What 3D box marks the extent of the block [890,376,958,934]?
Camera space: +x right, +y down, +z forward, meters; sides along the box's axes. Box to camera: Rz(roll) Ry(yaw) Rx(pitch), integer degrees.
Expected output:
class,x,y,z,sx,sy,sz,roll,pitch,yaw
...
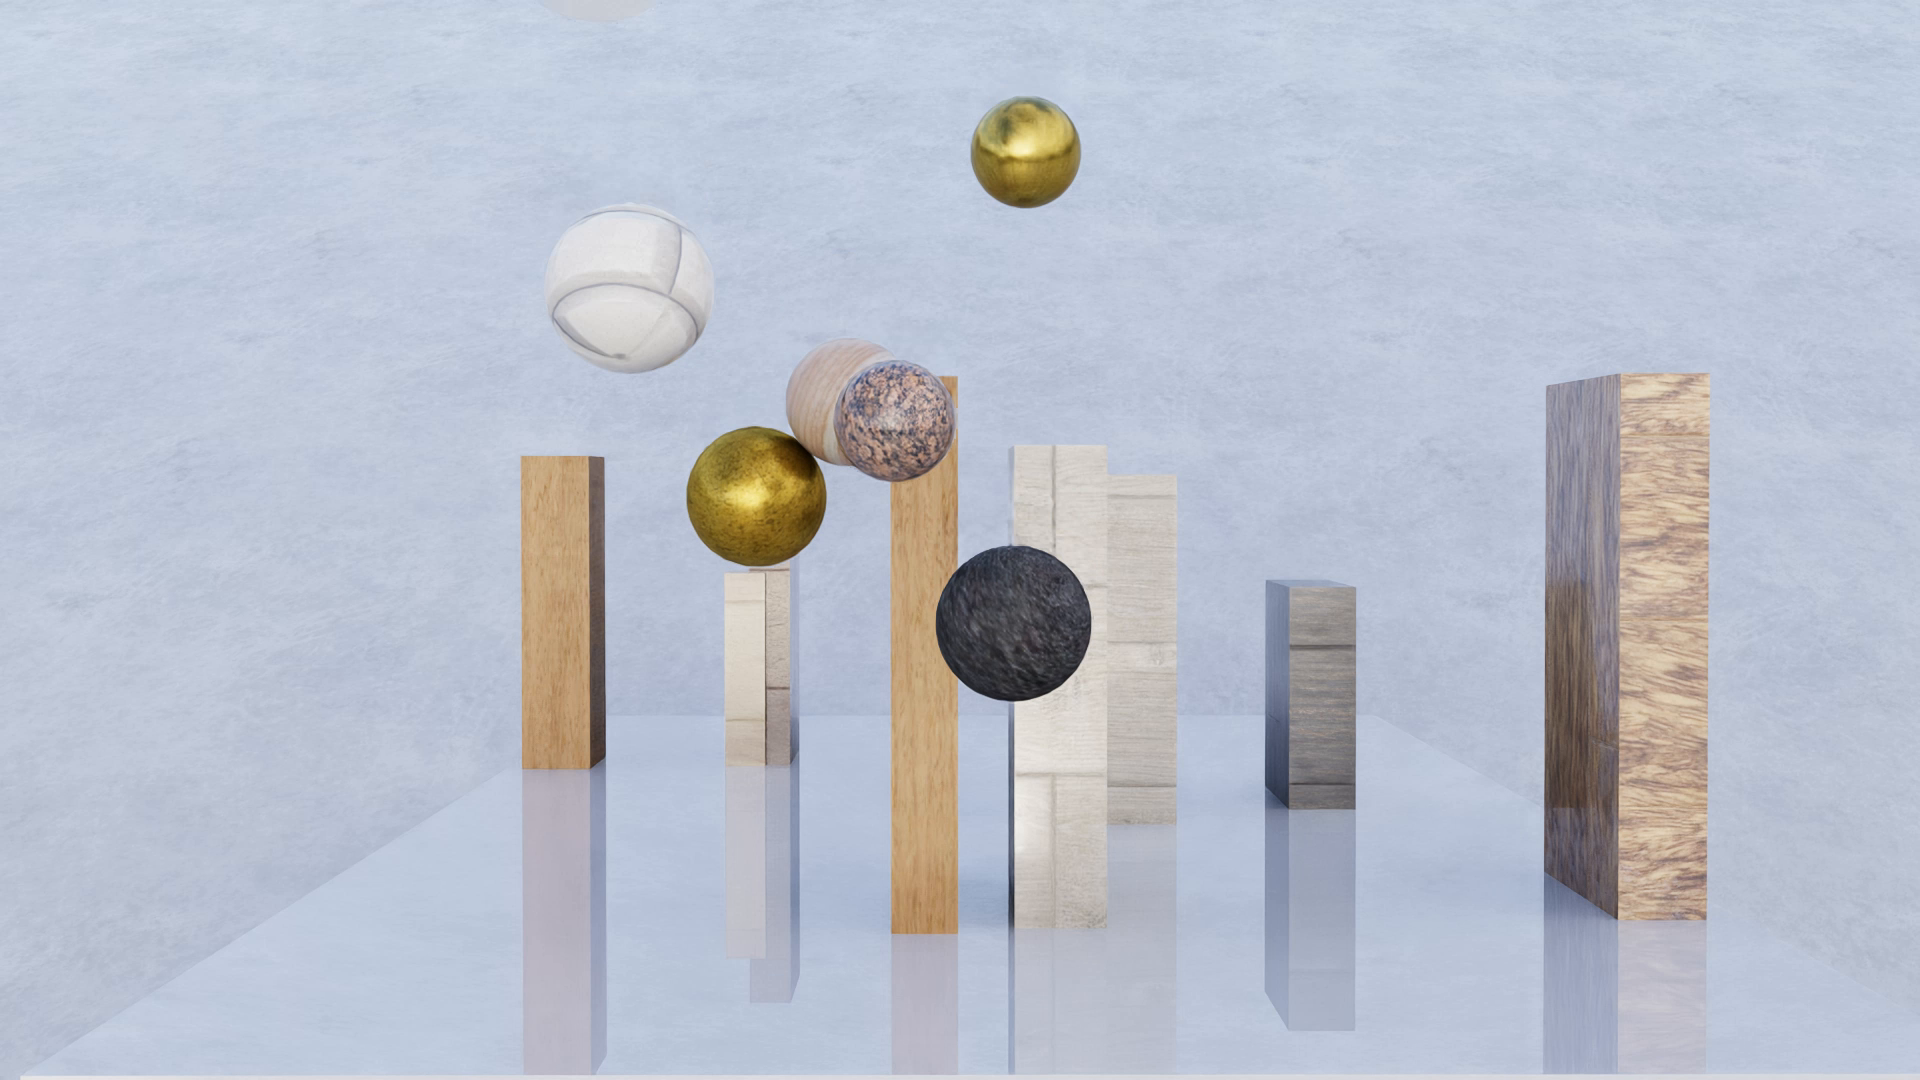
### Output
class,x,y,z,sx,sy,sz,roll,pitch,yaw
block,-0.047,0.147,3.593,0.088,0.730,0.436,0,1,0

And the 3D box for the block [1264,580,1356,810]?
class,x,y,z,sx,sy,sz,roll,pitch,yaw
block,0.656,0.283,4.852,0.121,0.403,0.366,0,1,0

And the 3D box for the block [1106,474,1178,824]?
class,x,y,z,sx,sy,sz,roll,pitch,yaw
block,0.314,0.185,4.663,0.122,0.606,0.412,0,1,0

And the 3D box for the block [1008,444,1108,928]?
class,x,y,z,sx,sy,sz,roll,pitch,yaw
block,0.133,0.190,3.636,0.122,0.641,0.435,0,1,0

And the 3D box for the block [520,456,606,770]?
class,x,y,z,sx,sy,sz,roll,pitch,yaw
block,-0.837,0.148,5.455,0.141,0.648,0.240,0,1,0

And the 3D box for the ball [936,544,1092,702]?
class,x,y,z,sx,sy,sz,roll,pitch,yaw
ball,0.059,0.091,2.827,0.172,0.172,0.172,0,26,0

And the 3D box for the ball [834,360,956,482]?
class,x,y,z,sx,sy,sz,roll,pitch,yaw
ball,-0.064,-0.117,2.534,0.120,0.120,0.120,0,26,0

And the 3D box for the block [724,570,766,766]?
class,x,y,z,sx,sy,sz,roll,pitch,yaw
block,-0.449,0.269,5.512,0.084,0.404,0.243,0,1,0

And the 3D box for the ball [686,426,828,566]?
class,x,y,z,sx,sy,sz,roll,pitch,yaw
ball,-0.219,-0.047,2.784,0.152,0.152,0.152,0,26,0

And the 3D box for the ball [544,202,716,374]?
class,x,y,z,sx,sy,sz,roll,pitch,yaw
ball,-0.293,-0.223,2.289,0.151,0.151,0.151,0,26,0

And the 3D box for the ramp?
class,x,y,z,sx,sy,sz,roll,pitch,yaw
ramp,0.060,0.540,4.577,2.000,0.100,4.000,0,1,0

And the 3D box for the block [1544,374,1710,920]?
class,x,y,z,sx,sy,sz,roll,pitch,yaw
block,0.948,0.140,3.698,0.120,0.738,0.442,0,1,0

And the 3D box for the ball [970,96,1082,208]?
class,x,y,z,sx,sy,sz,roll,pitch,yaw
ball,0.065,-0.385,2.561,0.111,0.111,0.111,0,26,0

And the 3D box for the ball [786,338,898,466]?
class,x,y,z,sx,sy,sz,roll,pitch,yaw
ball,-0.117,-0.147,2.751,0.138,0.138,0.138,0,26,0

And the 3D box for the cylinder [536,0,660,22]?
class,x,y,z,sx,sy,sz,roll,pitch,yaw
cylinder,-0.280,-0.542,2.141,0.179,0.179,0.179,5,28,10

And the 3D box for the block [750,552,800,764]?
class,x,y,z,sx,sy,sz,roll,pitch,yaw
block,-0.400,0.218,5.572,0.086,0.503,0.317,0,1,0
